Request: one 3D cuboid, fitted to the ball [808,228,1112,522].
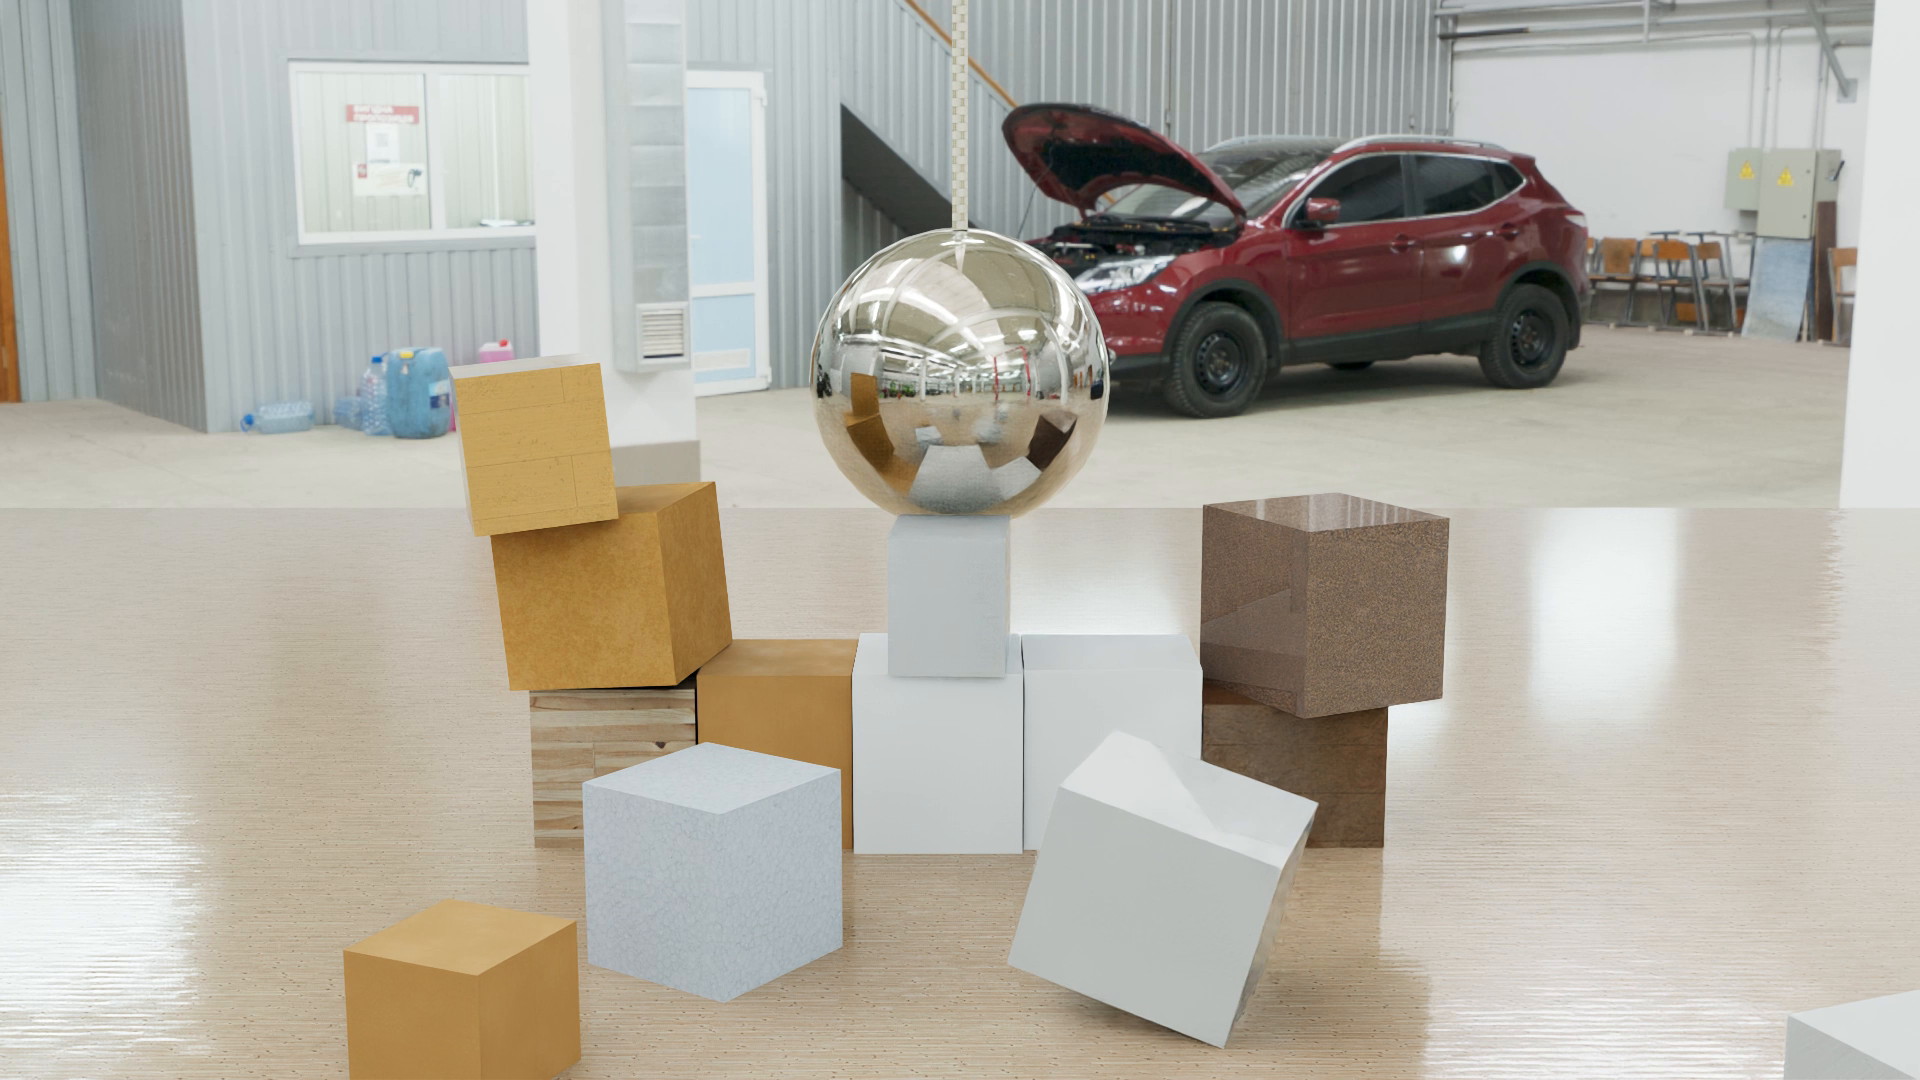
[{"bbox_3d":[0.000,-0.848,11.647,1.600,1.600,1.600,0,10,0],"label":"ball"}]

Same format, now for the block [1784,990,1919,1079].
[{"bbox_3d":[3.078,1.918,6.817,0.719,0.787,0.712,-4,11,-22],"label":"block"}]

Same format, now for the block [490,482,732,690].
[{"bbox_3d":[-1.752,0.222,11.168,0.872,0.858,0.894,-3,11,13],"label":"block"}]

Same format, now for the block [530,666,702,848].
[{"bbox_3d":[-1.725,1.074,11.371,0.821,0.819,0.793,0,10,0],"label":"block"}]

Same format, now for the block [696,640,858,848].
[{"bbox_3d":[-0.920,1.039,11.355,0.764,0.894,0.809,0,10,0],"label":"block"}]

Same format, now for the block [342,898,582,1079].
[{"bbox_3d":[-1.871,1.761,8.309,0.604,0.563,0.619,5,11,24],"label":"block"}]

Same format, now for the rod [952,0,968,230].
[{"bbox_3d":[0.000,-4.114,10.701,0.080,5.200,0.080,0,16,0],"label":"rod"}]

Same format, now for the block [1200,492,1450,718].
[{"bbox_3d":[1.835,0.307,11.168,0.853,0.920,0.911,-5,12,-27],"label":"block"}]

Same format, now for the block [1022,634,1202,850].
[{"bbox_3d":[0.761,1.027,11.331,0.879,0.926,0.797,0,10,1],"label":"block"}]

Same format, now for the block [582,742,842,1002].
[{"bbox_3d":[-1.063,1.413,9.531,0.777,0.809,0.791,7,13,35],"label":"block"}]

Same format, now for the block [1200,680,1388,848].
[{"bbox_3d":[1.670,1.108,11.401,0.918,0.741,0.844,0,10,0],"label":"block"}]

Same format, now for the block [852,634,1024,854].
[{"bbox_3d":[-0.109,1.030,11.331,0.841,0.920,0.915,0,10,0],"label":"block"}]

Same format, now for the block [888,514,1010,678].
[{"bbox_3d":[-0.046,0.269,11.023,0.573,0.688,0.677,1,10,3],"label":"block"}]

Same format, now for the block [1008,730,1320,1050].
[{"bbox_3d":[0.848,1.404,9.035,0.919,0.789,0.893,19,15,14],"label":"block"}]

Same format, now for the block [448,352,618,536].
[{"bbox_3d":[-2.082,-0.479,10.686,0.675,0.747,0.745,-8,11,-14],"label":"block"}]
